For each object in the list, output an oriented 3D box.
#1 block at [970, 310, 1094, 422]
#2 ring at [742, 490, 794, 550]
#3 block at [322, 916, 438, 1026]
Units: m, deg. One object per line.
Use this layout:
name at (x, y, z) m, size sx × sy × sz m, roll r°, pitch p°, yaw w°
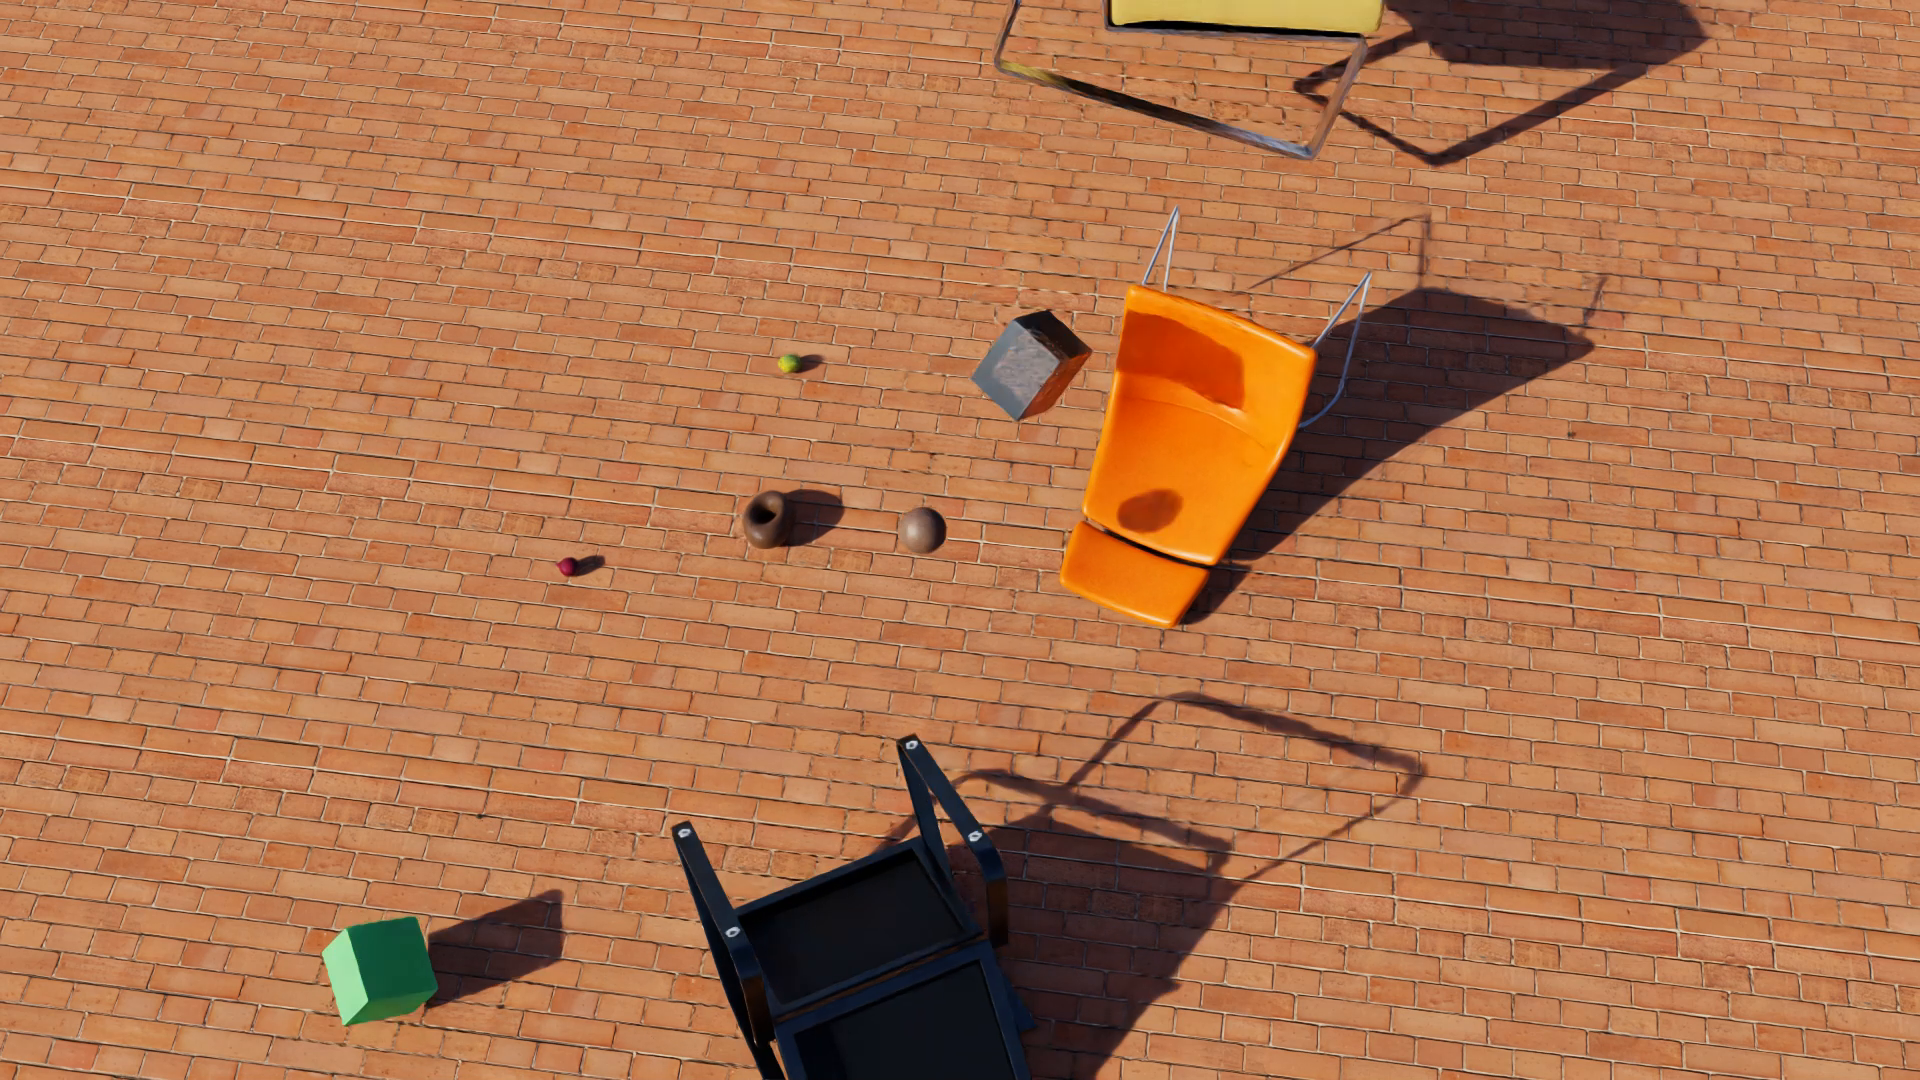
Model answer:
block at (0.200, -0.487, 6.119) m, size 0.180 × 0.220 × 0.218 m, roll 43°, pitch 28°, yaw 13°
ring at (-0.571, -0.060, 6.554) m, size 0.157 × 0.082 × 0.213 m, roll -5°, pitch 44°, yaw 11°
block at (-1.489, 1.106, 5.648) m, size 0.197 × 0.160 × 0.204 m, roll -2°, pitch 60°, yaw -43°
